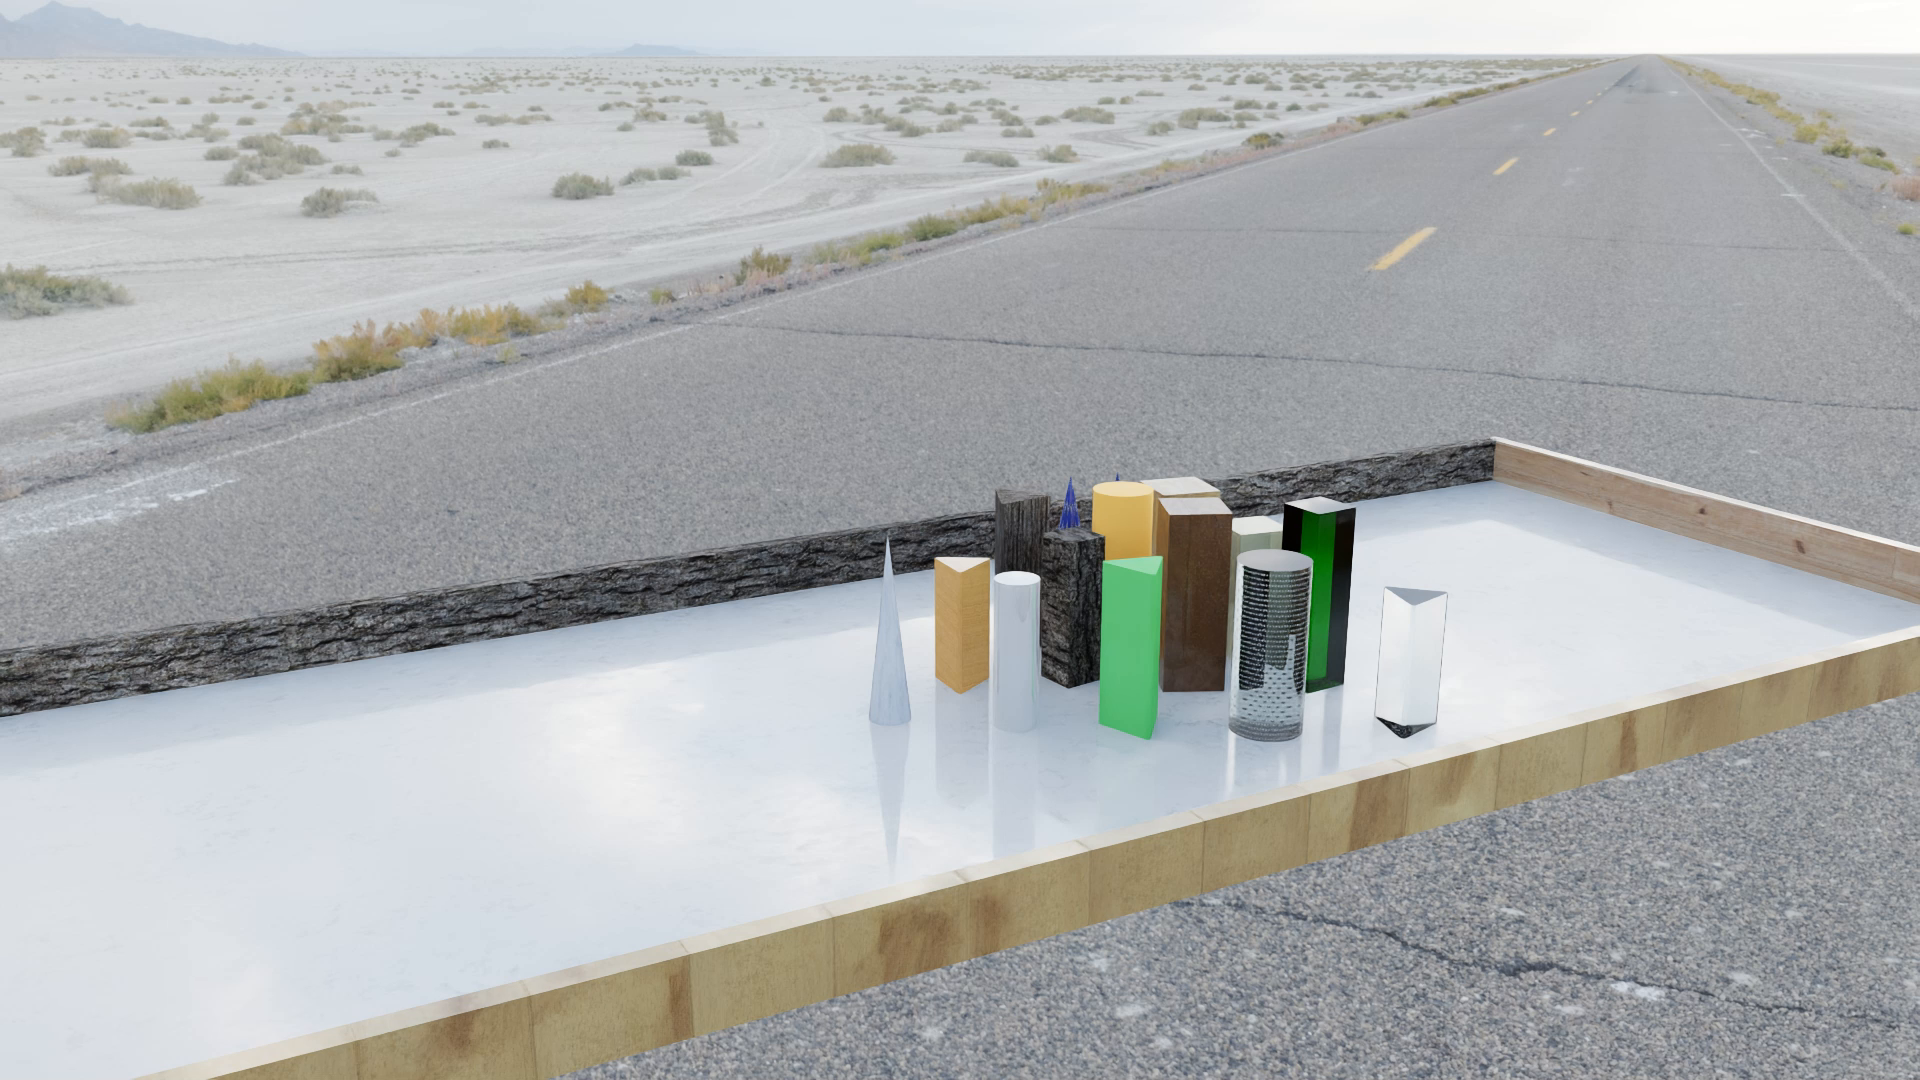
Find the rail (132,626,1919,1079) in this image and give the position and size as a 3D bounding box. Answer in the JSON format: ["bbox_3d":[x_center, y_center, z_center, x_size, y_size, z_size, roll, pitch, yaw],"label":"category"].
[{"bbox_3d":[-2.336,1.006,1.665,12.000,0.150,0.050,-9,18,-27],"label":"rail"}]

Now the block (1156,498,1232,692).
[{"bbox_3d":[0.573,0.135,4.088,0.153,0.455,0.153,-1,16,-4],"label":"block"}]

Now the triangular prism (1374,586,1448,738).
[{"bbox_3d":[1.030,0.276,3.841,0.141,0.323,0.122,-14,22,-40],"label":"triangular prism"}]

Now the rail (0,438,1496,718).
[{"bbox_3d":[-3.305,0.497,3.399,12.000,0.150,0.050,-9,18,-27],"label":"rail"}]

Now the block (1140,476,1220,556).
[{"bbox_3d":[0.600,0.035,4.559,0.166,0.382,0.166,-5,17,-16],"label":"block"}]

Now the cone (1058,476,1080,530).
[{"bbox_3d":[0.305,0.013,4.597,0.166,0.401,0.166,0,16,0],"label":"cone"}]

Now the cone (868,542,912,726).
[{"bbox_3d":[-0.166,0.205,3.855,0.102,0.453,0.102,0,16,0],"label":"cone"}]

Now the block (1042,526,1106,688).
[{"bbox_3d":[0.282,0.167,4.118,0.109,0.376,0.109,-11,20,-34],"label":"block"}]

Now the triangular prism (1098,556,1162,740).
[{"bbox_3d":[0.423,0.241,3.828,0.146,0.398,0.127,15,22,41],"label":"triangular prism"}]

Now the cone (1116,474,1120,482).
[{"bbox_3d":[0.458,-0.032,4.839,0.146,0.351,0.146,0,16,0],"label":"cone"}]

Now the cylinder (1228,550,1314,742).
[{"bbox_3d":[0.715,0.242,3.804,0.172,0.410,0.172,0,16,0],"label":"cylinder"}]

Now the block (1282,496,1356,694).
[{"bbox_3d":[0.877,0.135,4.080,0.121,0.459,0.121,-10,19,-31],"label":"block"}]

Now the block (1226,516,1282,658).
[{"bbox_3d":[0.758,0.126,4.321,0.145,0.342,0.145,-6,17,-19],"label":"block"}]

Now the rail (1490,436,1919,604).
[{"bbox_3d":[2.466,-0.048,5.253,0.050,0.150,2.100,-9,18,-27],"label":"rail"}]

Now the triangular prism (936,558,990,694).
[{"bbox_3d":[-0.012,0.203,4.104,0.117,0.315,0.135,10,19,31],"label":"triangular prism"}]

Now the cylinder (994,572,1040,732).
[{"bbox_3d":[0.131,0.260,3.834,0.106,0.359,0.106,0,16,0],"label":"cylinder"}]

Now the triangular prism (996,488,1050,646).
[{"bbox_3d":[0.134,0.078,4.359,0.154,0.412,0.133,-11,20,-33],"label":"triangular prism"}]

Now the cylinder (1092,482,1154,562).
[{"bbox_3d":[0.420,0.079,4.308,0.156,0.439,0.156,0,16,0],"label":"cylinder"}]
